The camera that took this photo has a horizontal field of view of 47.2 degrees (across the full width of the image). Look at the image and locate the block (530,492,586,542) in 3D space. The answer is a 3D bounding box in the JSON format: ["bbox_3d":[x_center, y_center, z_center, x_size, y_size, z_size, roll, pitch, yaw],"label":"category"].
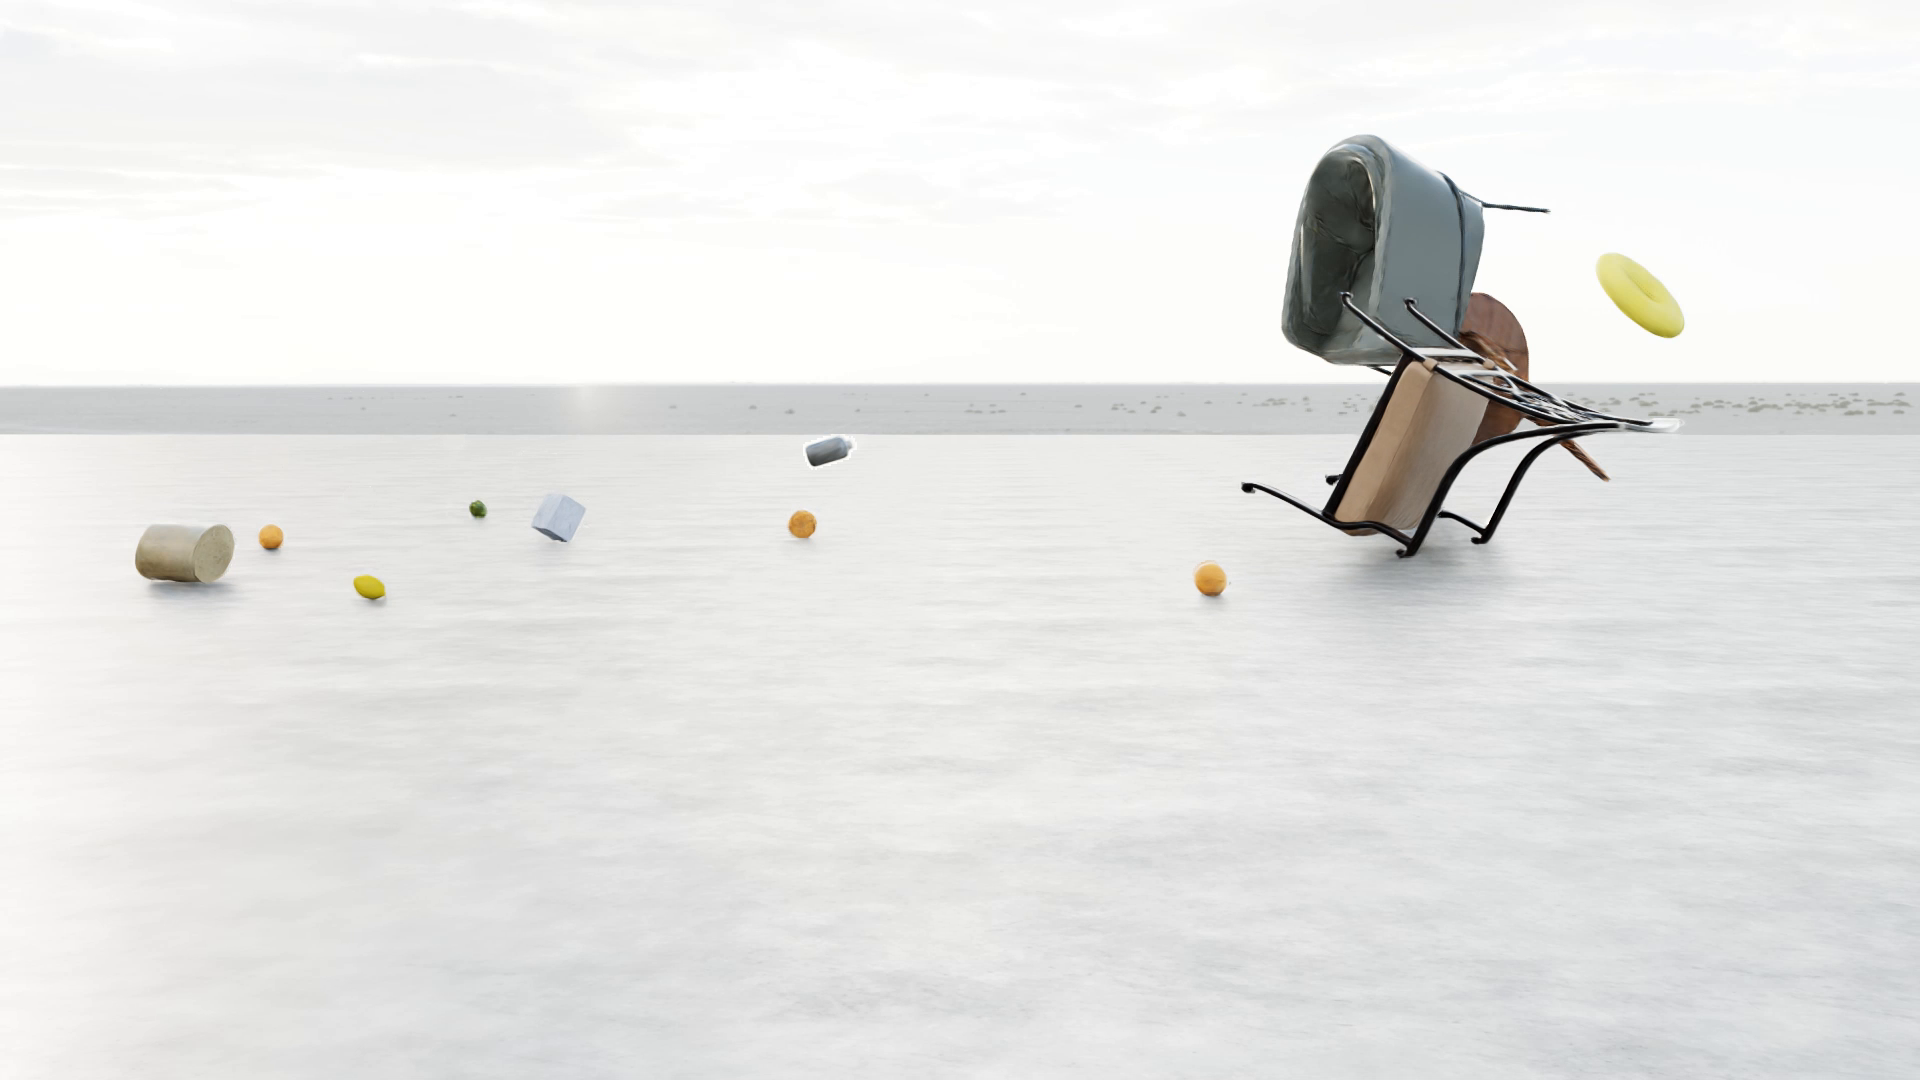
[{"bbox_3d":[-1.177,-0.067,6.446,0.089,0.114,0.097,35,-18,-37],"label":"block"}]

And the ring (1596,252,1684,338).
[{"bbox_3d":[1.741,-0.628,5.630,0.282,0.068,0.295,28,33,-20],"label":"ring"}]

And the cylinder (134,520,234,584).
[{"bbox_3d":[-1.803,0.027,5.117,0.148,0.128,0.180,3,24,12],"label":"cylinder"}]
